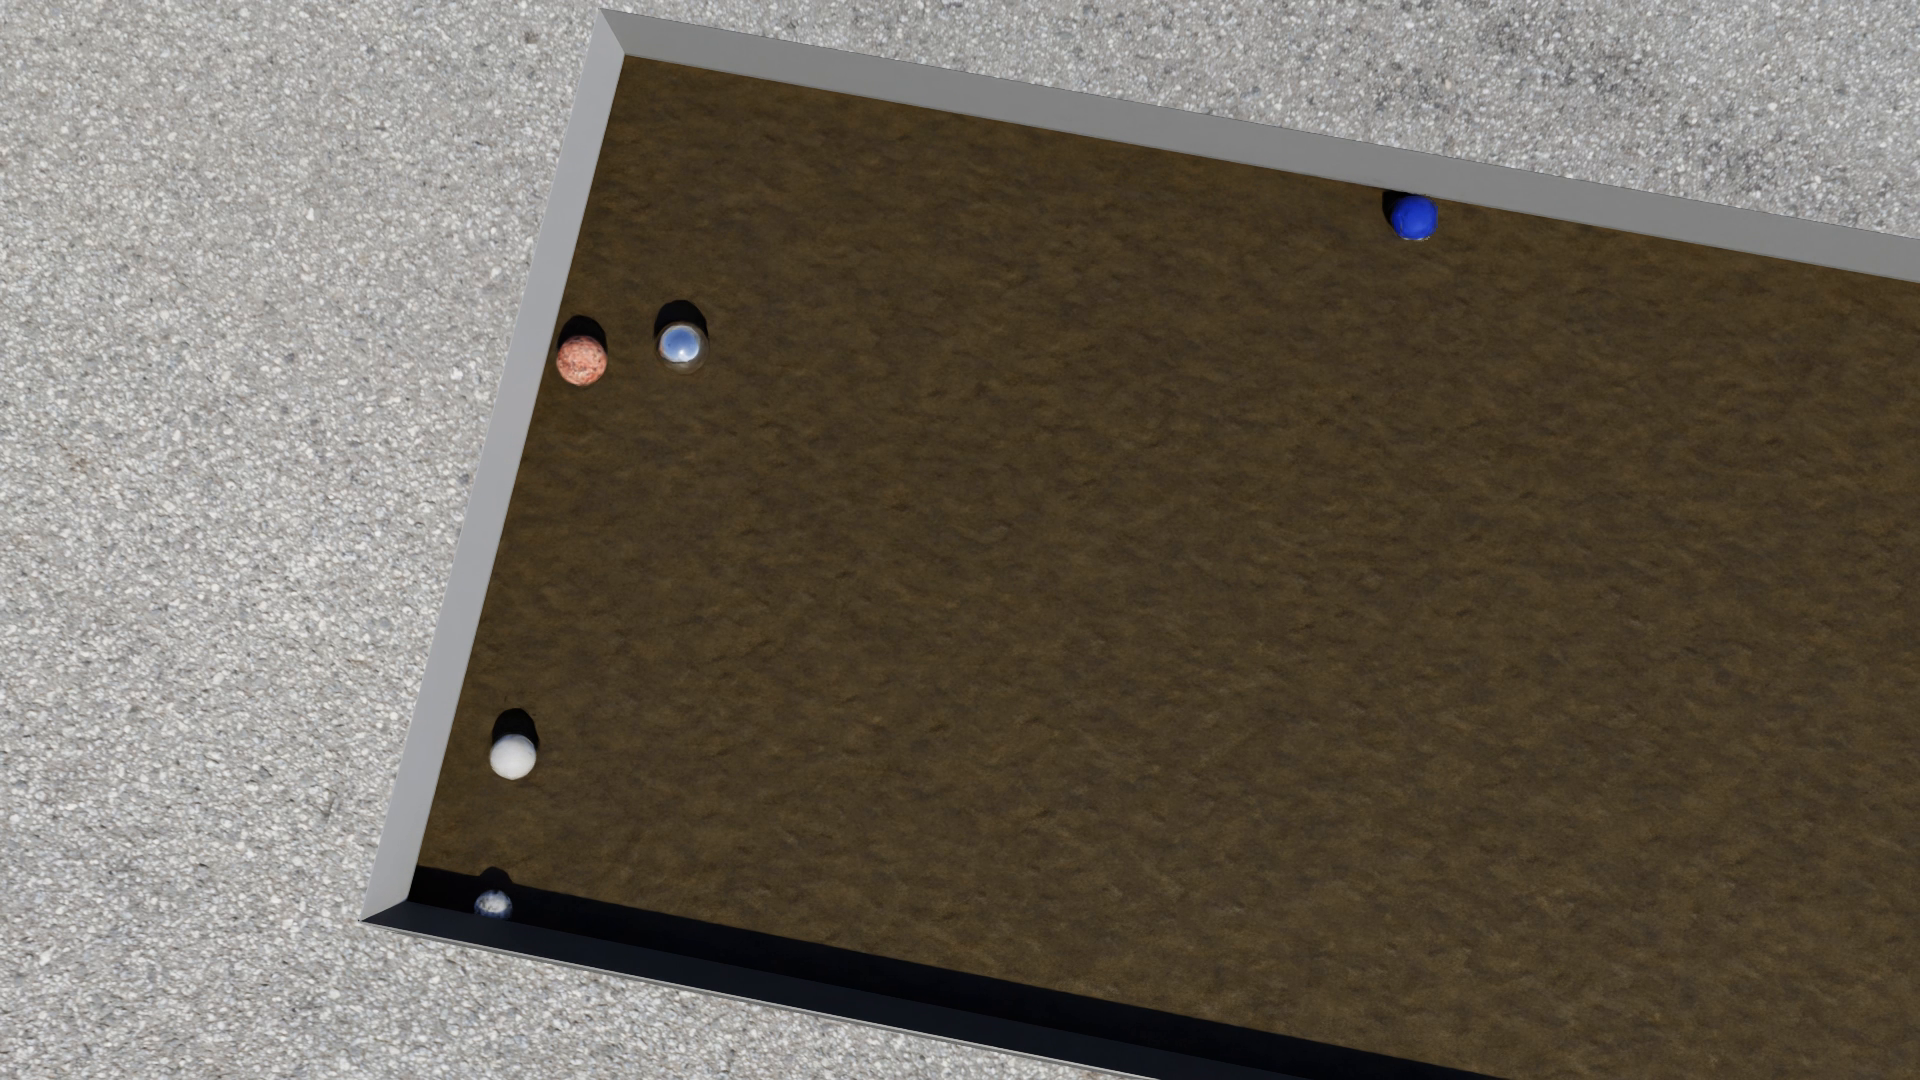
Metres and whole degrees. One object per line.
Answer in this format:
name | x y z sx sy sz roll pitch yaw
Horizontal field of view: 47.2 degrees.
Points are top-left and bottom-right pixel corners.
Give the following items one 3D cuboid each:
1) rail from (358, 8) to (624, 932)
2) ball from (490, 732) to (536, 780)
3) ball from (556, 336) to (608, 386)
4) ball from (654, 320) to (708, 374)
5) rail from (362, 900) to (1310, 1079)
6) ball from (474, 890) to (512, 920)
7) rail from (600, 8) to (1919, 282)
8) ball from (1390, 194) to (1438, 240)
rail | -0.693 -0.134 3.368 0.045 0.109 1.473 11 75 3
ball | -0.664 0.321 3.266 0.069 0.069 0.069 0 75 0
ball | -0.589 -0.279 3.425 0.078 0.078 0.078 0 75 0
ball | -0.434 -0.299 3.427 0.084 0.084 0.084 0 75 0
rail | 0.581 0.803 3.112 2.920 0.109 0.045 11 75 3
ball | -0.682 0.538 3.213 0.055 0.055 0.055 0 75 0
rail | 0.852 -0.547 3.481 2.920 0.109 0.045 11 75 3
ball | 0.721 -0.512 3.492 0.072 0.072 0.072 0 75 0
